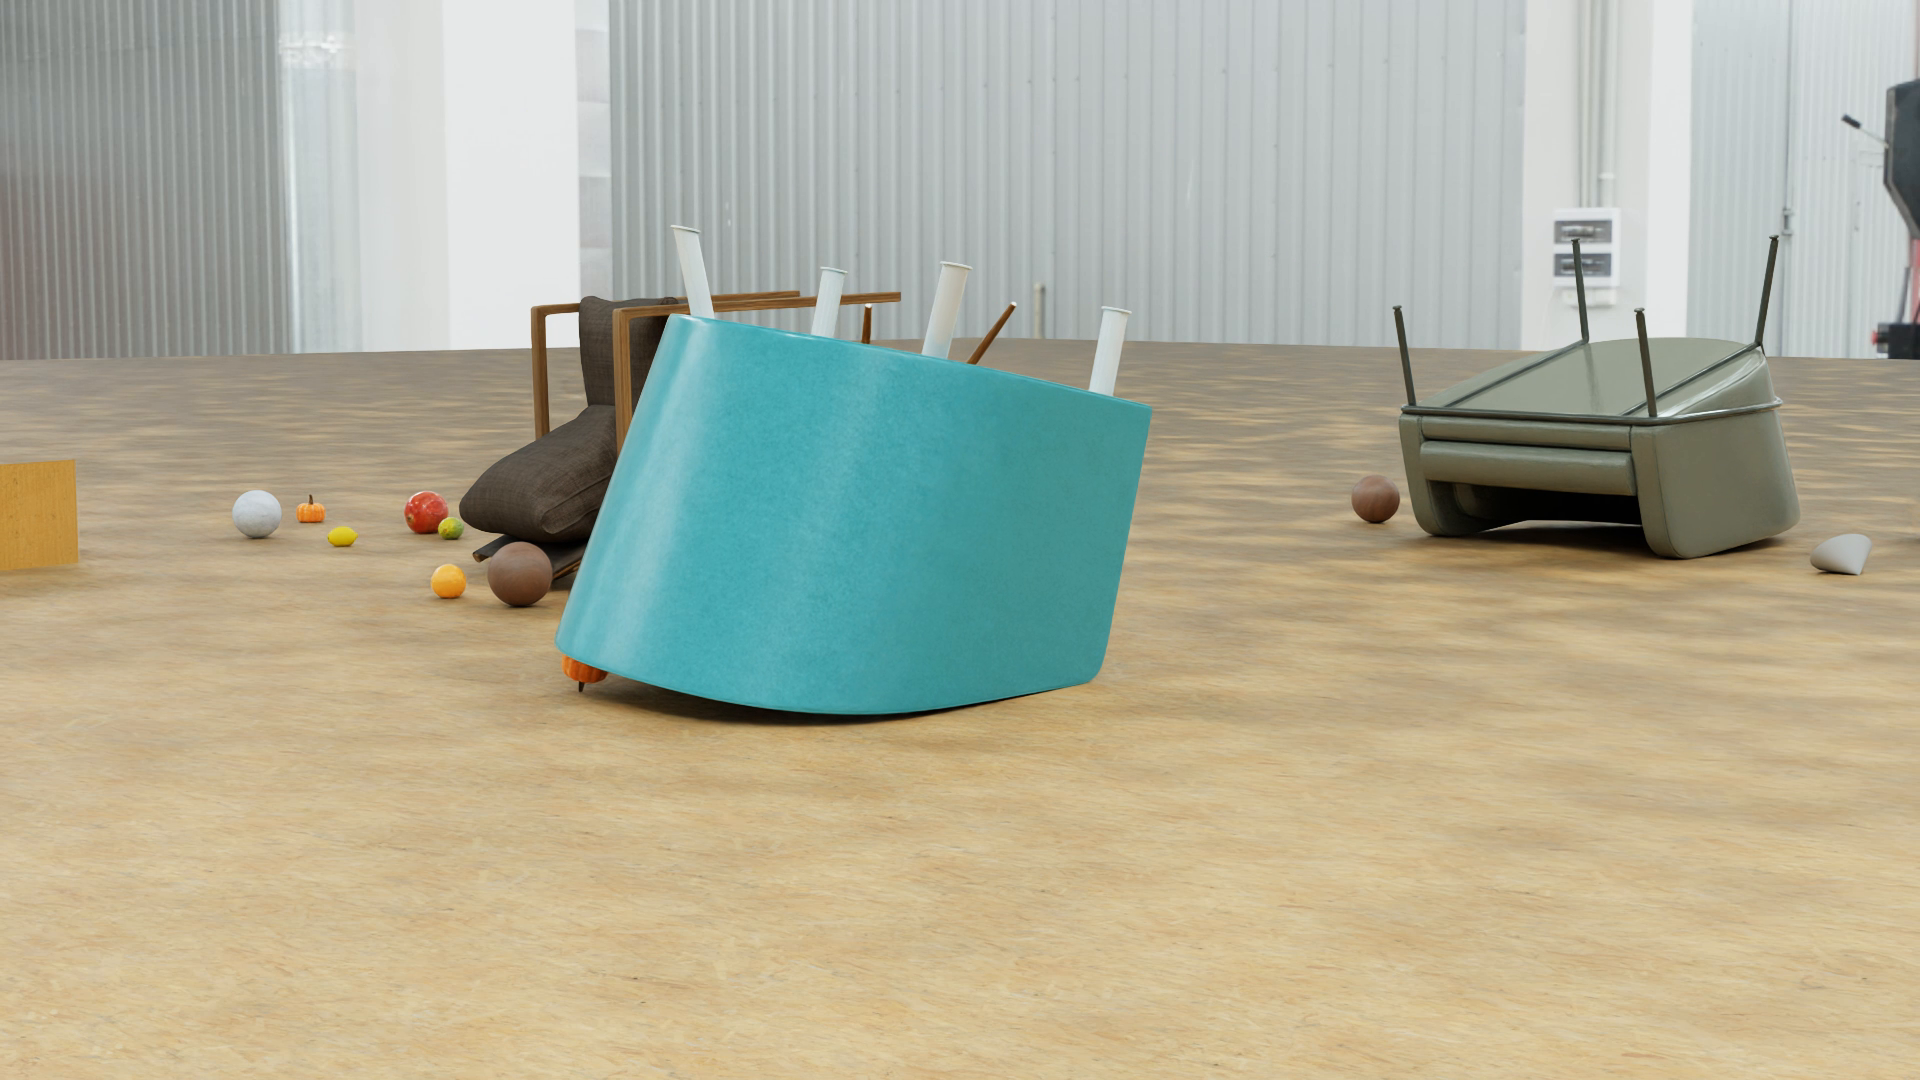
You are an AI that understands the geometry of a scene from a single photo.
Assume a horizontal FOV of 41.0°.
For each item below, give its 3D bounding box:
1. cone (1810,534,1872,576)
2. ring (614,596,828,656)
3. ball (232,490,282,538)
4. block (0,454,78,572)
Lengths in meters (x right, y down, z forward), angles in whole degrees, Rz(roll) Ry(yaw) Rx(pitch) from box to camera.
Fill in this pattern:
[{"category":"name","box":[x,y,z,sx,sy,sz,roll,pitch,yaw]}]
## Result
[{"category":"cone","box":[1.969,0.053,5.675,0.168,0.114,0.074,2,42,-26]},{"category":"ring","box":[-0.427,0.152,4.591,0.384,0.072,0.446,-1,5,-10]},{"category":"ball","box":[-1.769,-0.066,6.458,0.121,0.121,0.121,0,6,0]},{"category":"block","box":[-2.218,-0.063,5.860,0.273,0.238,0.271,4,7,34]}]
